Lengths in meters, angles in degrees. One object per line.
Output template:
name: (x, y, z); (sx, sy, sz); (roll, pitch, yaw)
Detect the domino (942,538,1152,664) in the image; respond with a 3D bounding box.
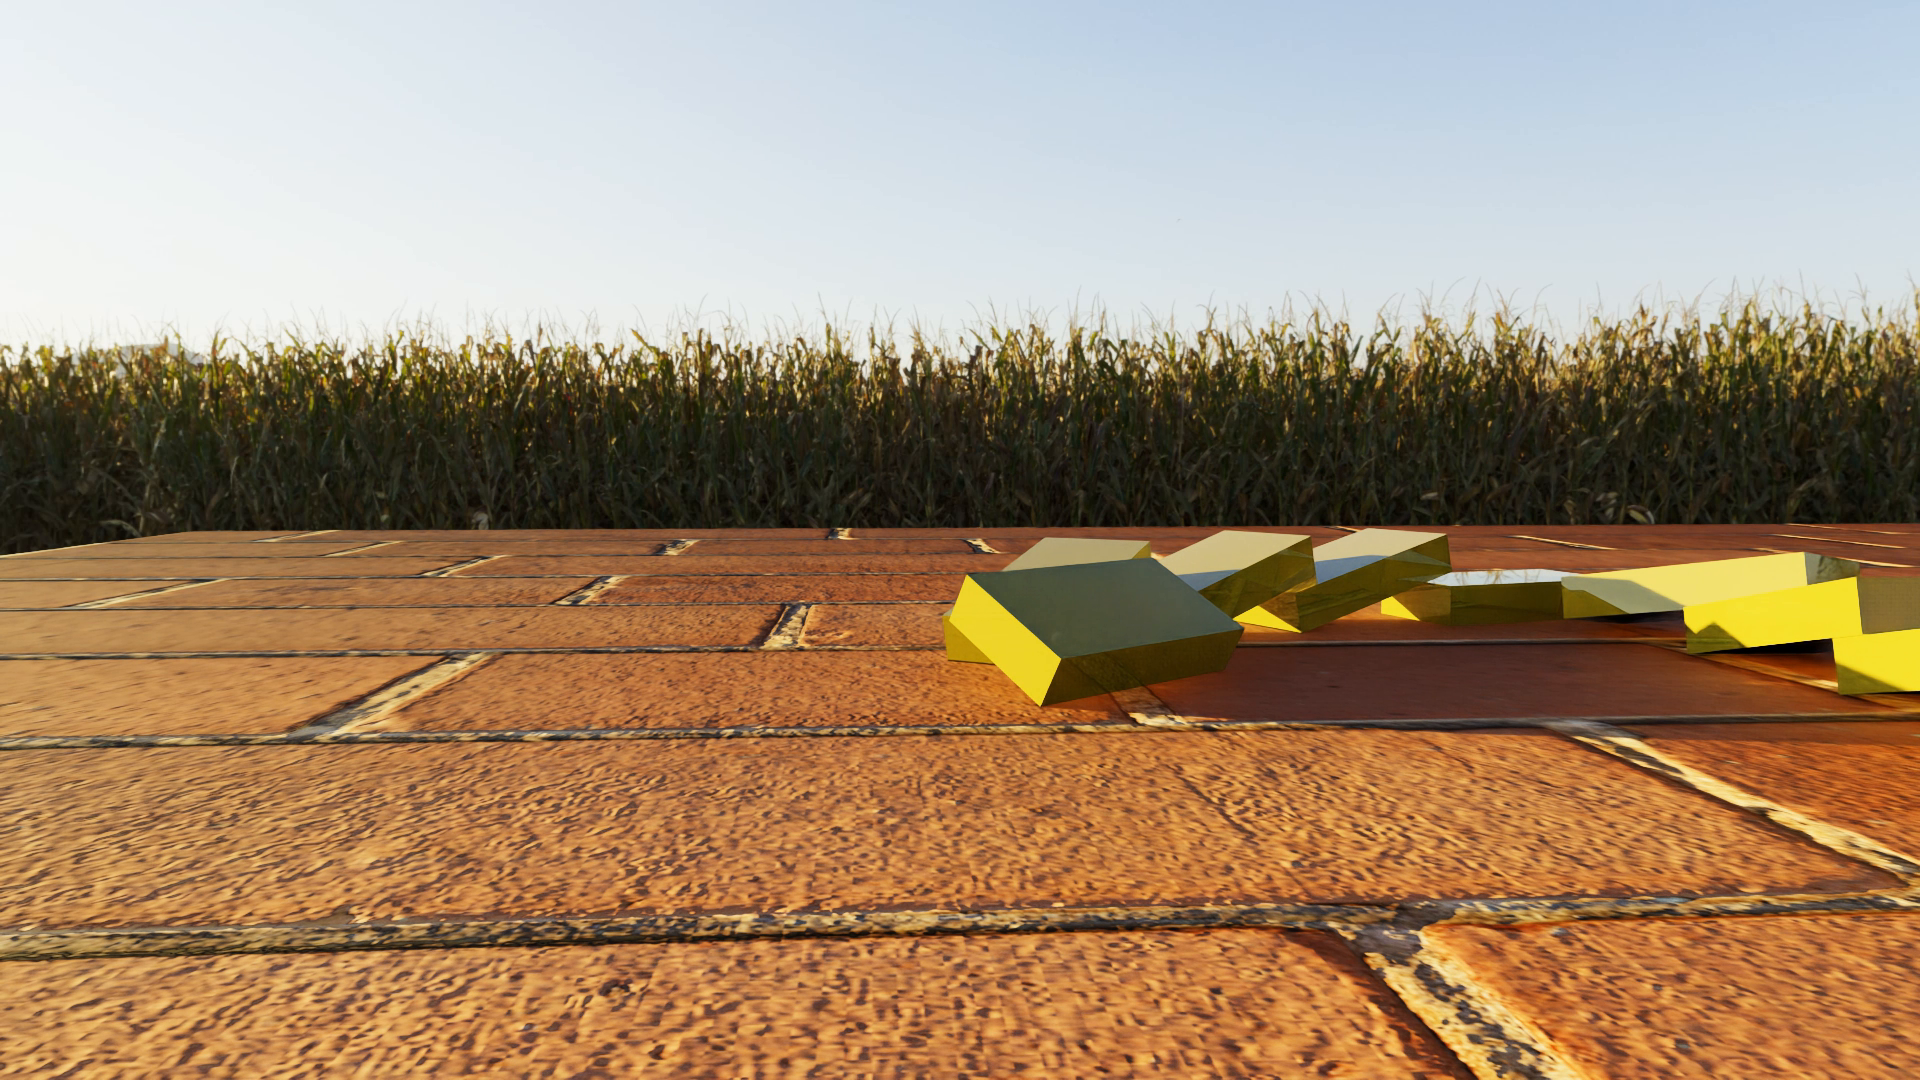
domino: (0.020, 0.012, 0.266); (0.025, 0.009, 0.050); (2, 19, 28)

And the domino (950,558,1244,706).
domino: (0.025, 0.015, 0.230); (0.050, 0.010, 0.025); (-4, 34, -42)

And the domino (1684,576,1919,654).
domino: (0.160, 0.015, 0.236); (0.025, 0.009, 0.050); (0, -9, -1)

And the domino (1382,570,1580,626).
domino: (0.134, 0.014, 0.319); (0.050, 0.009, 0.025); (-1, 5, -19)

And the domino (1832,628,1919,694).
domino: (0.162, 0.018, 0.194); (0.025, 0.009, 0.050); (0, -9, -1)

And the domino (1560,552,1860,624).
domino: (0.161, 0.011, 0.277); (0.025, 0.009, 0.050); (6, -10, -34)

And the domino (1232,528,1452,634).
domino: (0.091, 0.009, 0.309); (0.050, 0.009, 0.025); (-17, 12, -27)

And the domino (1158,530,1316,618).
domino: (0.055, 0.010, 0.290); (0.050, 0.009, 0.025); (-21, 16, -36)
